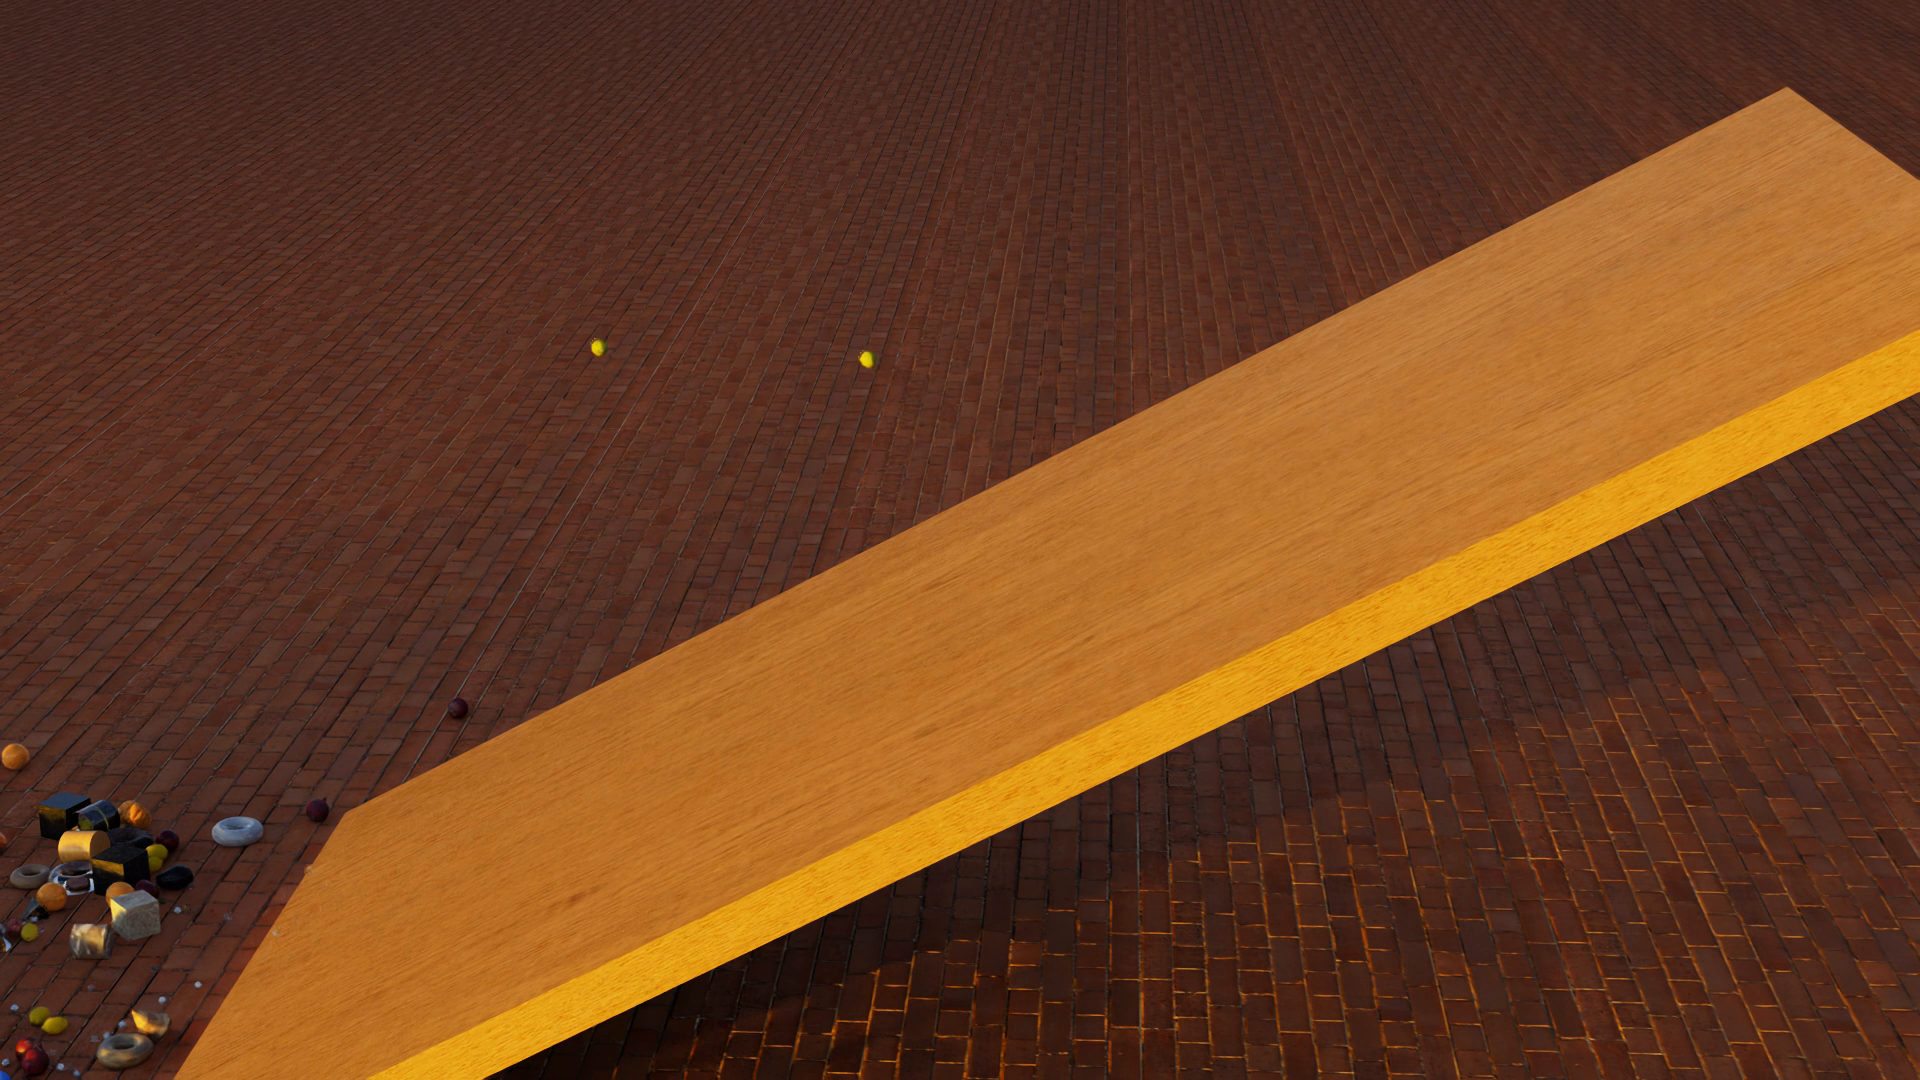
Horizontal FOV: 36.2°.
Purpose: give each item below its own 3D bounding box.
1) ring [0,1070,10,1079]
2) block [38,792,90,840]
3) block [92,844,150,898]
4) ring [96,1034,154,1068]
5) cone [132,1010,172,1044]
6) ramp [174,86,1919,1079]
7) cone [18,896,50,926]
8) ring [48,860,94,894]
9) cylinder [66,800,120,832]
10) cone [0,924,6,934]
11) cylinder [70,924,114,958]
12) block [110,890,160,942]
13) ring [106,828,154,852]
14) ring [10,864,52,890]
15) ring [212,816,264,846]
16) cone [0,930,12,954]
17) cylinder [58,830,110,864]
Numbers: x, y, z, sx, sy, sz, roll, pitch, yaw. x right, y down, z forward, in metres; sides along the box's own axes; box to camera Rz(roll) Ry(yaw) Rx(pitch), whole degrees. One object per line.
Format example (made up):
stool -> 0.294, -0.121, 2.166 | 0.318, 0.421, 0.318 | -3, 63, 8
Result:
ring -> -2.098, 1.174, 6.346 | 0.097, 0.032, 0.097 | 1, 18, 0
block -> -2.333, 0.723, 7.674 | 0.093, 0.093, 0.093 | 9, 19, 25
block -> -2.093, 0.828, 7.336 | 0.097, 0.097, 0.097 | 7, 19, 22
ring -> -1.840, 1.126, 6.485 | 0.123, 0.041, 0.123 | -1, 17, 0
cone -> -1.816, 1.067, 6.542 | 0.085, 0.085, 0.085 | -23, 38, 20
ramp -> 0.141, 0.167, 6.282 | 4.000, 0.100, 2.000 | -27, 14, 11
cone -> -2.267, 0.917, 7.164 | 0.068, 0.068, 0.068 | -40, 35, -23
ring -> -2.212, 0.845, 7.365 | 0.143, 0.048, 0.143 | 0, 19, 0
cylinder -> -2.249, 0.735, 7.632 | 0.096, 0.096, 0.096 | 9, 20, 25
cone -> -2.347, 0.913, 7.098 | 0.078, 0.078, 0.078 | 0, 18, 0
cylinder -> -2.059, 0.950, 6.978 | 0.080, 0.080, 0.080 | 0, 18, 1
block -> -1.992, 0.907, 7.107 | 0.084, 0.084, 0.084 | -14, 22, -38
ring -> -2.150, 0.782, 7.563 | 0.147, 0.049, 0.147 | 0, 18, 0
ring -> -2.330, 0.846, 7.383 | 0.106, 0.035, 0.106 | 1, 18, 0
ring -> -1.878, 0.758, 7.647 | 0.131, 0.044, 0.131 | 1, 18, 0
cone -> -2.318, 0.929, 7.015 | 0.097, 0.097, 0.097 | 0, 18, 0
cylinder -> -2.223, 0.783, 7.468 | 0.091, 0.091, 0.091 | -2, 16, 18
